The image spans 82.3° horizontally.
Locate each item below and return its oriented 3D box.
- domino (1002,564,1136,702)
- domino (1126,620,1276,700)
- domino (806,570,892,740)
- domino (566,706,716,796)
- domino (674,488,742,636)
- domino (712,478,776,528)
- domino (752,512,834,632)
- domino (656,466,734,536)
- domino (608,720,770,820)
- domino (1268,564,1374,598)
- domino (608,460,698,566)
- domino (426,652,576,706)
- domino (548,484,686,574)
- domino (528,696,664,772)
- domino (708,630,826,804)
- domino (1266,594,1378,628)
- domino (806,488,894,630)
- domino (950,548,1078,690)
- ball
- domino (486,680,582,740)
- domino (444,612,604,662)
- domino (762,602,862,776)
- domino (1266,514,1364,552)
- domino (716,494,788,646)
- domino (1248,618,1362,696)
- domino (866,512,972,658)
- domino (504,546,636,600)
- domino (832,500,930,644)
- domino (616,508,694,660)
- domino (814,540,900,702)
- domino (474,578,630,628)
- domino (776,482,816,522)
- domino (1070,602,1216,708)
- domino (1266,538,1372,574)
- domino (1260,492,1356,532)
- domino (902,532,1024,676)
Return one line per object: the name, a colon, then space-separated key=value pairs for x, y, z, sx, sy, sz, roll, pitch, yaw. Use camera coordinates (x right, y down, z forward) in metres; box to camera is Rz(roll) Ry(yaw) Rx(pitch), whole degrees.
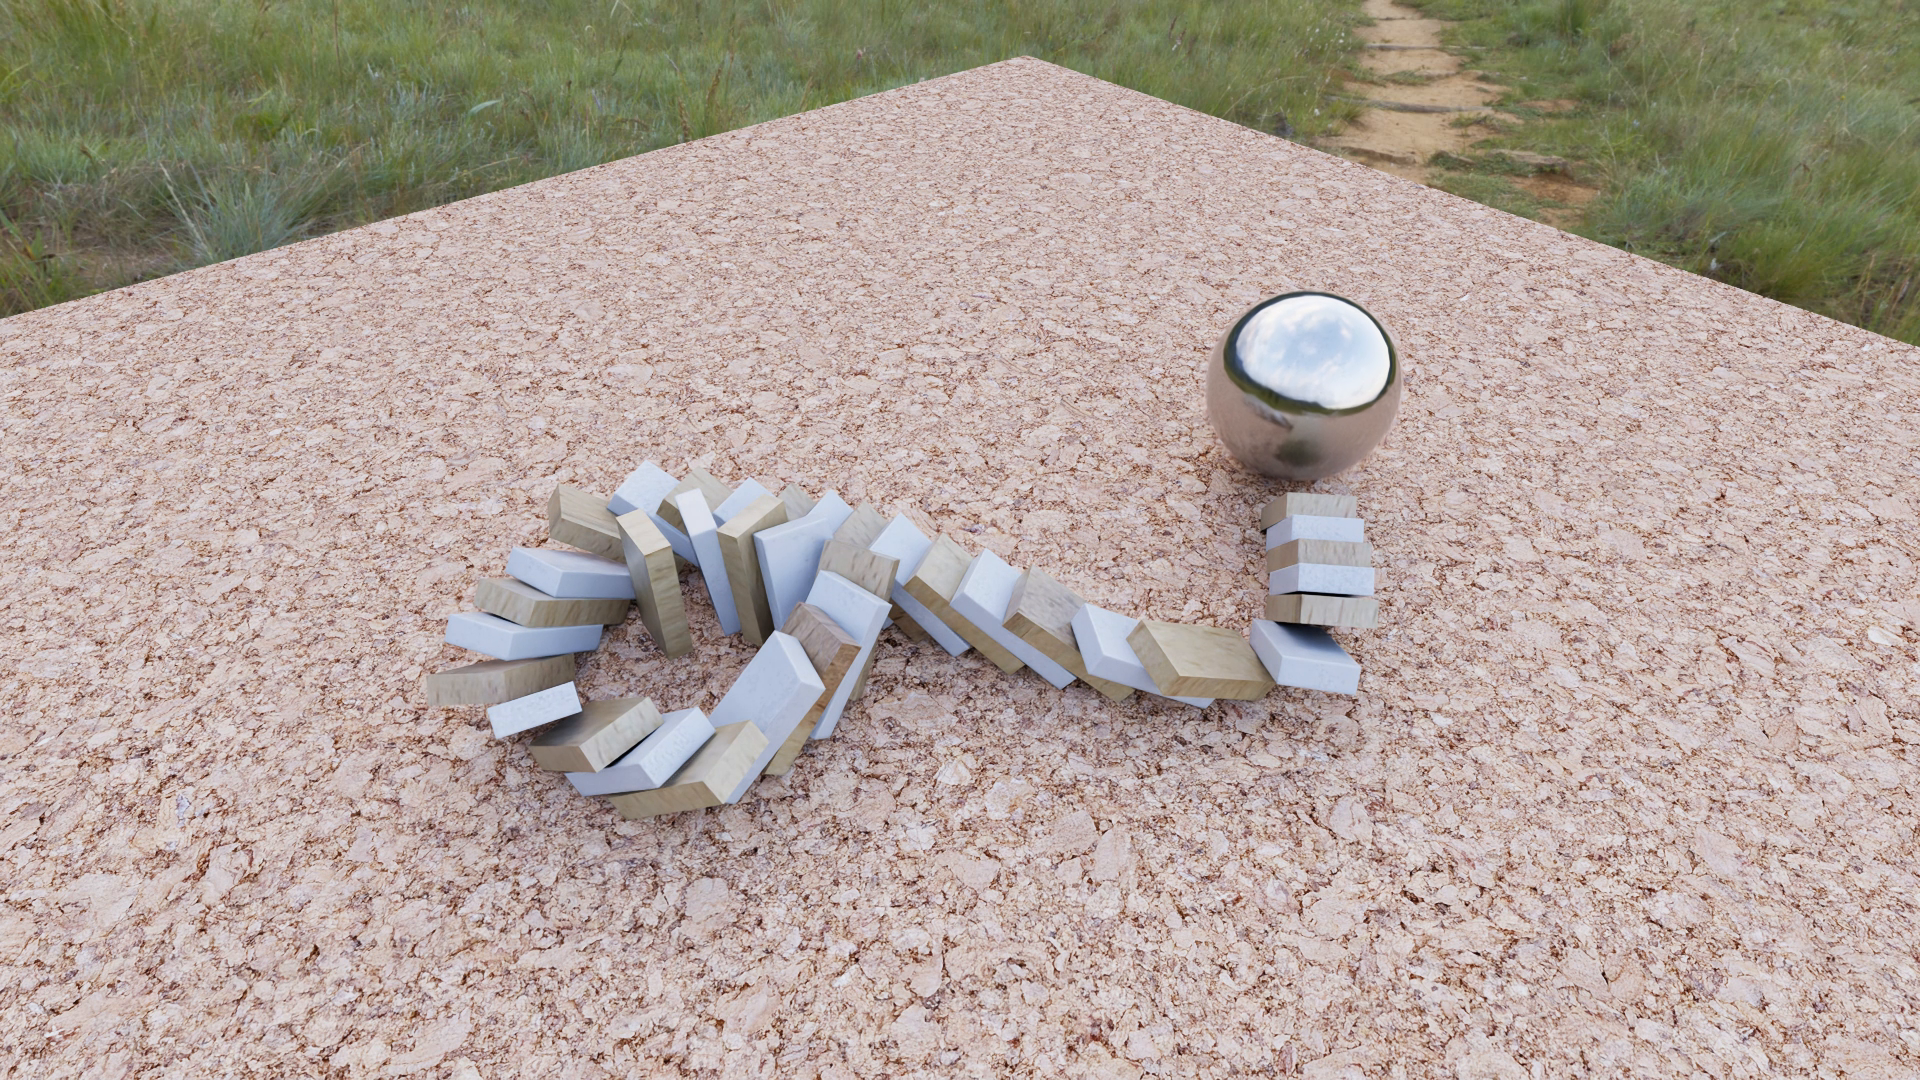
domino: x=0.040 y=0.033 z=0.383 sx=0.050 sy=0.009 sz=0.025 roll=34 pitch=40 yaw=-11
domino: x=0.082 y=0.041 z=0.373 sx=0.050 sy=0.010 sz=0.025 roll=9 pitch=37 yaw=-37
domino: x=-0.045 y=0.038 z=0.368 sx=0.025 sy=0.050 sz=0.009 roll=28 pitch=6 yaw=23
domino: x=-0.100 y=0.066 z=0.340 sx=0.050 sy=0.009 sz=0.025 roll=-17 pitch=21 yaw=45
domino: x=-0.090 y=0.008 z=0.401 sx=0.009 sy=0.050 sz=0.025 roll=-21 pitch=43 yaw=-14
domino: x=-0.070 y=0.000 z=0.424 sx=0.050 sy=0.009 sz=0.025 roll=38 pitch=45 yaw=-2
domino: x=-0.055 y=0.018 z=0.388 sx=0.025 sy=0.050 sz=0.010 roll=-20 pitch=22 yaw=-27
domino: x=-0.090 y=-0.005 z=0.430 sx=0.050 sy=0.010 sz=0.025 roll=37 pitch=41 yaw=-4
domino: x=-0.083 y=0.070 z=0.336 sx=0.050 sy=0.009 sz=0.025 roll=-19 pitch=25 yaw=39
domino: x=0.130 y=0.016 z=0.399 sx=0.025 sy=0.010 sz=0.050 roll=4 pitch=-5 yaw=5
domino: x=-0.110 y=-0.008 z=0.433 sx=0.050 sy=0.009 sz=0.025 roll=34 pitch=38 yaw=-7
domino: x=-0.150 y=0.046 z=0.363 sx=0.025 sy=0.009 sz=0.050 roll=-3 pitch=0 yaw=5
domino: x=-0.132 y=-0.003 z=0.423 sx=0.050 sy=0.010 sz=0.025 roll=24 pitch=22 yaw=-34
domino: x=-0.115 y=0.061 z=0.346 sx=0.025 sy=0.010 sz=0.050 roll=-38 pitch=15 yaw=-36
domino: x=-0.065 y=0.056 z=0.348 sx=0.010 sy=0.050 sz=0.025 roll=25 pitch=18 yaw=-44
domino: x=0.126 y=0.025 z=0.388 sx=0.025 sy=0.010 sz=0.050 roll=4 pitch=-3 yaw=3
domino: x=-0.038 y=0.007 z=0.412 sx=0.050 sy=0.010 sz=0.025 roll=44 pitch=45 yaw=-8
domino: x=0.022 y=0.028 z=0.389 sx=0.050 sy=0.009 sz=0.025 roll=38 pitch=42 yaw=-9
ball: x=0.145 y=-0.065 z=0.467 sx=0.080 sy=0.080 sz=0.080 roll=0 pitch=39 yaw=0
domino: x=-0.135 y=0.054 z=0.353 sx=0.025 sy=0.010 sz=0.050 roll=-17 pitch=-1 yaw=-20
domino: x=-0.150 y=0.032 z=0.381 sx=0.025 sy=0.010 sz=0.050 roll=13 pitch=2 yaw=16
domino: x=-0.055 y=0.048 z=0.358 sx=0.025 sy=0.050 sz=0.009 roll=37 pitch=10 yaw=36
domino: x=0.134 y=-0.001 z=0.419 sx=0.025 sy=0.010 sz=0.050 roll=4 pitch=-5 yaw=6
domino: x=-0.071 y=0.011 z=0.397 sx=0.009 sy=0.050 sz=0.025 roll=18 pitch=42 yaw=28
domino: x=0.117 y=0.039 z=0.376 sx=0.025 sy=0.009 sz=0.050 roll=8 pitch=10 yaw=3
domino: x=-0.012 y=0.016 z=0.400 sx=0.050 sy=0.010 sz=0.025 roll=44 pitch=46 yaw=-8
domino: x=-0.138 y=0.013 z=0.405 sx=0.025 sy=0.010 sz=0.050 roll=21 pitch=5 yaw=24
domino: x=-0.026 y=0.012 z=0.406 sx=0.050 sy=0.010 sz=0.025 roll=44 pitch=46 yaw=-8
domino: x=-0.108 y=0.016 z=0.392 sx=0.009 sy=0.050 sz=0.025 roll=-24 pitch=45 yaw=-27
domino: x=-0.040 y=0.027 z=0.380 sx=0.025 sy=0.050 sz=0.010 roll=16 pitch=4 yaw=9
domino: x=-0.145 y=0.022 z=0.393 sx=0.025 sy=0.010 sz=0.050 roll=18 pitch=4 yaw=20
domino: x=-0.054 y=0.004 z=0.417 sx=0.050 sy=0.010 sz=0.025 roll=42 pitch=45 yaw=-6
domino: x=0.064 y=0.040 z=0.376 sx=0.050 sy=0.009 sz=0.025 roll=19 pitch=33 yaw=-25
domino: x=0.132 y=0.007 z=0.409 sx=0.025 sy=0.010 sz=0.050 roll=4 pitch=-5 yaw=4
domino: x=0.135 y=-0.010 z=0.430 sx=0.025 sy=0.009 sz=0.050 roll=4 pitch=-5 yaw=5
domino: x=0.006 y=0.023 z=0.394 sx=0.050 sy=0.009 sz=0.025 roll=40 pitch=43 yaw=-8
